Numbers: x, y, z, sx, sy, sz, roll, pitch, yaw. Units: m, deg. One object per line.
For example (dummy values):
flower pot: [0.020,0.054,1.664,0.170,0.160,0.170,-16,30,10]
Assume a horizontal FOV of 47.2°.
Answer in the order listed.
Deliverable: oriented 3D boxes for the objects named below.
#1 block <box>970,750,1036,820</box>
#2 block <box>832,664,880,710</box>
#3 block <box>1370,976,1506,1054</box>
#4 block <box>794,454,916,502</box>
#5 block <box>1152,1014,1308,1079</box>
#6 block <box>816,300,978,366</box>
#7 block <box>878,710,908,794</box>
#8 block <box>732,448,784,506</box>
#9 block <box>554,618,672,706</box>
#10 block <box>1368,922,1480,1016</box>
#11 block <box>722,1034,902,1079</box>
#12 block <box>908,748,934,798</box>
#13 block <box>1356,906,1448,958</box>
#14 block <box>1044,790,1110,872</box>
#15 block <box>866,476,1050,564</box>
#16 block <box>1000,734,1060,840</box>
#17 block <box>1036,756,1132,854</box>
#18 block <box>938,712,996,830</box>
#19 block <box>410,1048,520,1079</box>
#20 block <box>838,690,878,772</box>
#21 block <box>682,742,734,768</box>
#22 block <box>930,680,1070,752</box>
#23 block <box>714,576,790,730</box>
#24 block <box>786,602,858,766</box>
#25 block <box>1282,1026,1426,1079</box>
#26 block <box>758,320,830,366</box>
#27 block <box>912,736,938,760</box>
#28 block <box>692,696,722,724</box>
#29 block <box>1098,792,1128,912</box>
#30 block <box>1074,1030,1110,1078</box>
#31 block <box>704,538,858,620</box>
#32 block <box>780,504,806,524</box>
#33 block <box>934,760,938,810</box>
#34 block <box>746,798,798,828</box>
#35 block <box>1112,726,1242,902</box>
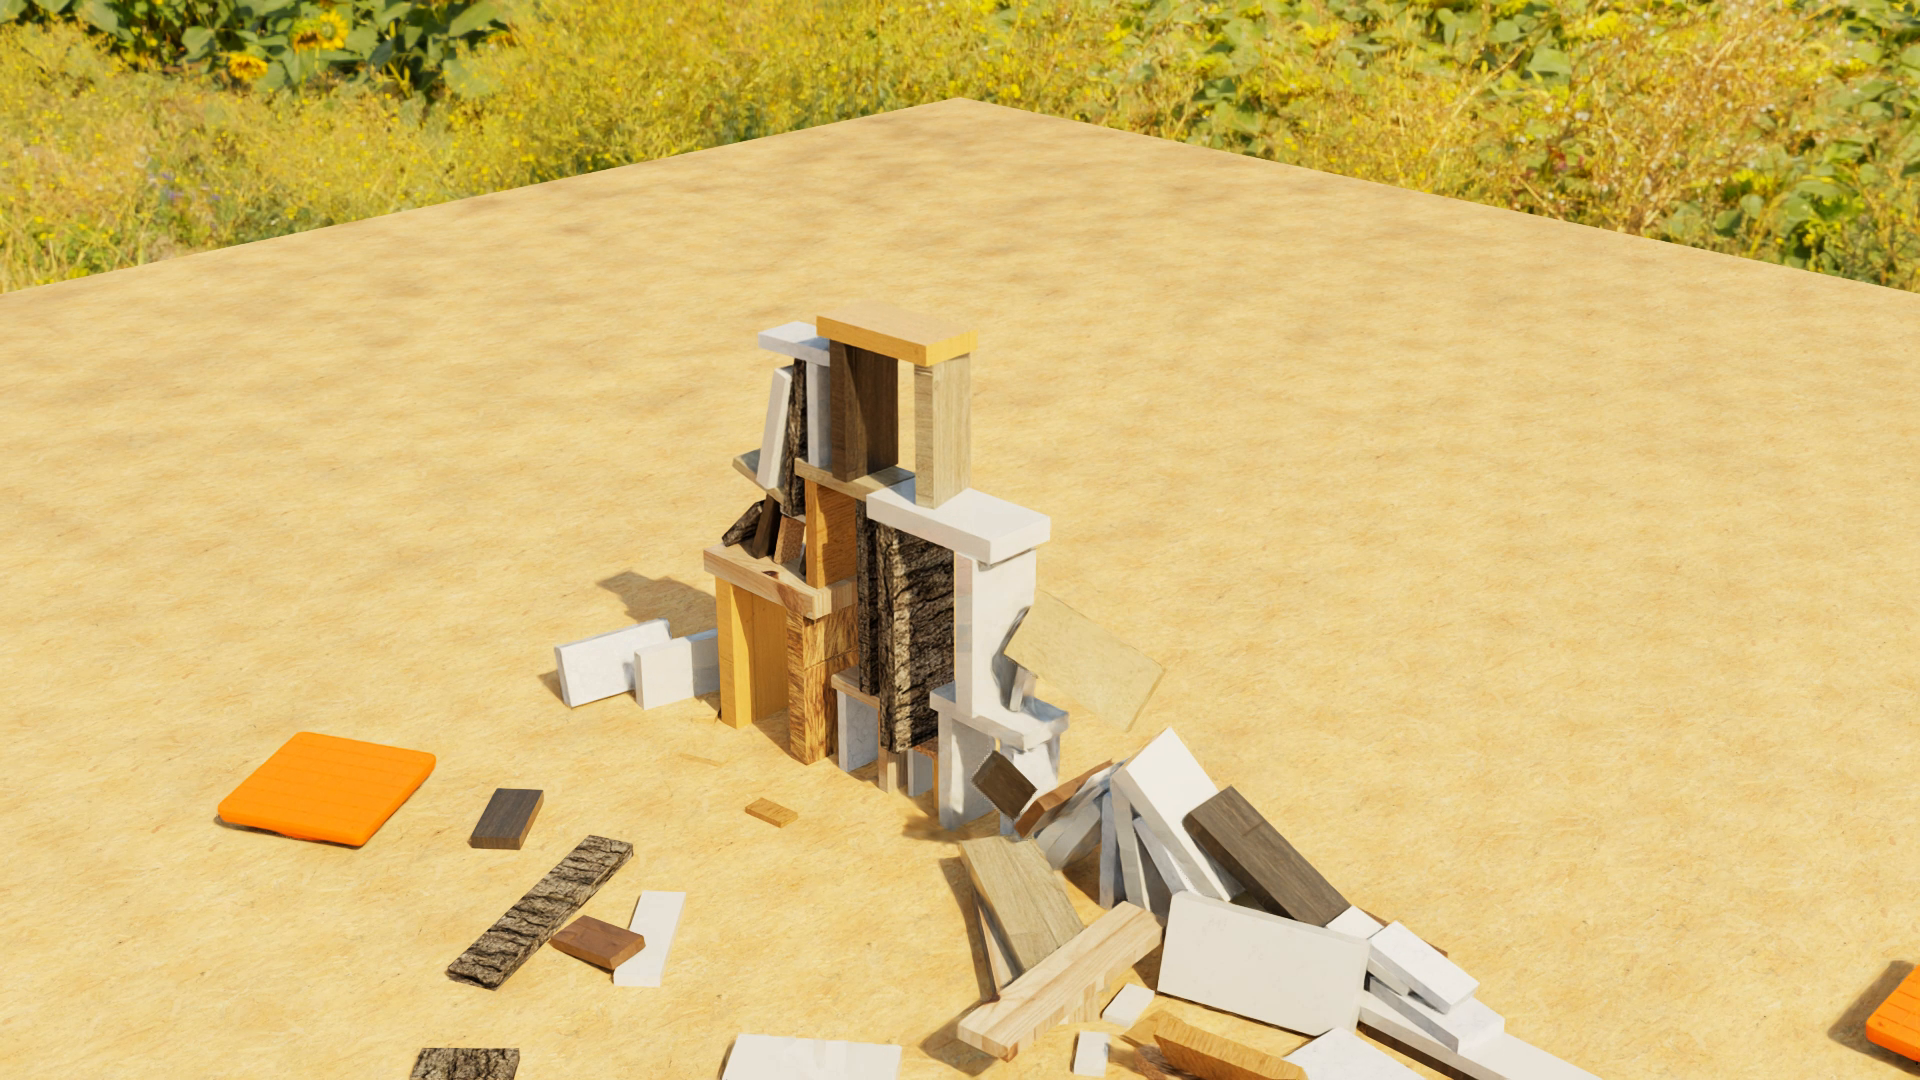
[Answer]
block: [0.083,0.461,4.130,0.021,0.147,0.073,28,76,43]
block: [-0.169,0.306,4.531,0.093,0.026,0.185,-21,31,-41]
block: [0.806,0.788,3.724,0.106,0.030,0.212,-14,27,-30]
block: [-0.209,-0.132,4.398,0.236,0.033,0.118,21,31,40]
block: [0.440,0.843,3.523,0.251,0.126,0.036,15,61,31]
block: [-0.121,-0.397,4.193,0.287,0.041,0.144,19,30,38]
block: [-0.125,0.421,4.532,0.026,0.185,0.093,21,31,41]
block: [-0.388,-0.133,4.582,0.083,0.024,0.167,-22,47,-41]
block: [-0.770,0.273,4.939,0.267,0.134,0.038,-15,12,-32]
block: [0.782,0.725,3.733,0.178,0.025,0.089,36,39,31]
block: [-0.243,0.882,3.630,0.278,0.039,0.139,3,23,7]
block: [-0.081,0.467,4.516,0.016,0.113,0.056,21,31,41]
block: [0.768,0.737,3.987,0.103,0.029,0.206,-19,30,-38]
block: [0.247,0.550,4.186,0.120,0.240,0.034,-22,66,-41]
block: [-0.005,-0.044,4.215,0.330,0.047,0.165,21,31,40]
block: [0.136,0.489,4.283,0.036,0.255,0.127,21,31,41]
block: [0.241,0.510,4.187,0.120,0.240,0.034,-19,64,-45]
block: [0.016,0.442,4.394,0.127,0.255,0.036,-21,31,-41]
block: [-0.822,0.879,3.659,0.164,0.023,0.082,0,23,0]
block: [-0.213,0.386,4.613,0.026,0.185,0.093,21,31,41]
block: [-0.536,0.457,4.667,0.099,0.014,0.050,10,25,23]
block: [0.076,0.331,4.282,0.127,0.036,0.255,-21,31,-41]
block: [-0.443,0.220,4.794,0.050,0.351,0.175,21,31,40]
block: [-0.279,0.284,4.642,0.050,0.351,0.175,21,31,41]
block: [0.682,0.916,3.539,0.173,0.049,0.346,-19,30,-35]
block: [-0.287,-0.389,4.364,0.218,0.031,0.109,18,29,38]
block: [-0.055,0.418,4.467,0.112,0.016,0.056,21,31,41]
block: [-0.553,0.377,4.855,0.049,0.014,0.099,4,23,8]
block: [0.316,0.566,4.118,0.034,0.240,0.120,22,31,40]
block: [0.223,0.865,3.703,0.051,0.015,0.103,4,23,8]
block: [-0.361,0.067,4.640,0.351,0.050,0.175,21,31,41]
block: [-0.312,-0.056,4.546,0.059,0.017,0.118,-21,32,-40]
block: [-0.028,0.488,4.467,0.016,0.112,0.056,21,31,41]
block: [-0.381,0.551,4.443,0.099,0.014,0.049,18,29,35]
block: [0.418,0.502,3.979,0.151,0.301,0.043,-36,-1,-42]
